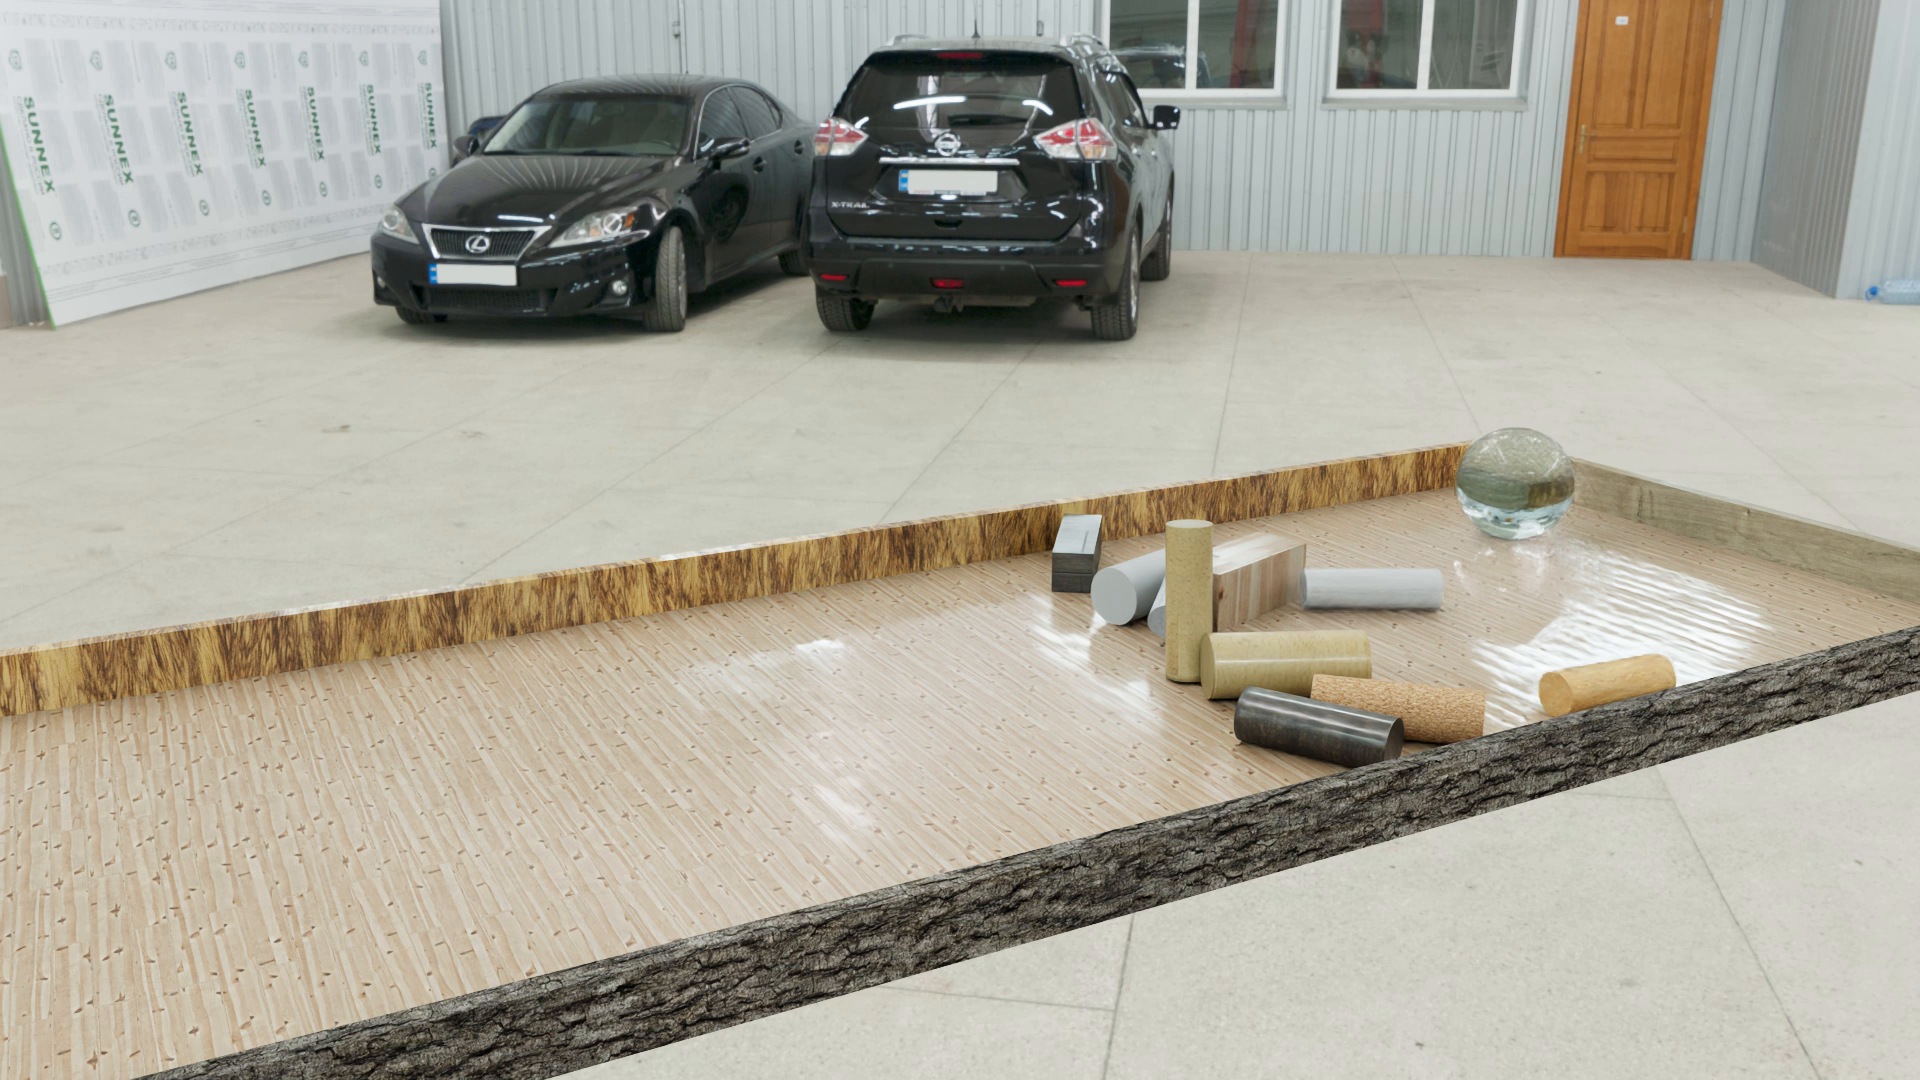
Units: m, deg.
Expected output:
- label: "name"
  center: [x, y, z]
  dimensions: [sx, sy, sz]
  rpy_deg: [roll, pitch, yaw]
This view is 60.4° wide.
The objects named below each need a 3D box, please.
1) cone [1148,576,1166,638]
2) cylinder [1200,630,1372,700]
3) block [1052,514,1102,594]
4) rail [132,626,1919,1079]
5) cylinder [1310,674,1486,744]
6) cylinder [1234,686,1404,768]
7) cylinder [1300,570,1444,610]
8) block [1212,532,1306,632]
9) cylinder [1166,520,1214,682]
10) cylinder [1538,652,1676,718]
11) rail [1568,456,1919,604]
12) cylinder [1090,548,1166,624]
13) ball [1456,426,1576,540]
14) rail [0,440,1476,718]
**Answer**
- label: "cone"
  center: [0.607, 0.082, 4.471]
  dimensions: [0.167, 0.167, 0.353]
  rpy_deg: [3, 52, 11]
- label: "cylinder"
  center: [0.793, 0.303, 4.033]
  dimensions: [0.385, 0.163, 0.163]
  rpy_deg: [-1, 16, -4]
- label: "block"
  center: [0.358, 0.037, 5.015]
  dimensions: [0.121, 0.121, 0.428]
  rpy_deg: [2, 17, 8]
- label: "rail"
  center: [-2.336, 1.006, 1.665]
  dimensions: [12.000, 0.150, 0.050]
  rpy_deg: [-9, 18, -27]
- label: "cylinder"
  center: [1.004, 0.392, 3.793]
  dimensions: [0.381, 0.130, 0.130]
  rpy_deg: [5, 17, 16]
- label: "cylinder"
  center: [0.801, 0.423, 3.689]
  dimensions: [0.350, 0.128, 0.128]
  rpy_deg: [10, 19, 32]
- label: "cylinder"
  center: [1.163, 0.140, 4.673]
  dimensions: [0.381, 0.114, 0.114]
  rpy_deg: [0, 16, 1]
- label: "block"
  center: [0.790, 0.114, 4.671]
  dimensions: [0.166, 0.166, 0.424]
  rpy_deg: [15, 22, 42]
- label: "cylinder"
  center: [0.574, 0.151, 4.130]
  dimensions: [0.118, 0.391, 0.118]
  rpy_deg: [-1, 11, 0]
- label: "cylinder"
  center: [1.558, 0.349, 3.968]
  dimensions: [0.322, 0.113, 0.113]
  rpy_deg: [-7, 18, -22]
- label: "rail"
  center: [2.466, -0.048, 5.253]
  dimensions: [0.050, 0.150, 2.100]
  rpy_deg: [-9, 18, -27]
- label: "cylinder"
  center: [0.541, 0.121, 4.653]
  dimensions: [0.162, 0.162, 0.341]
  rpy_deg: [15, 22, 42]
- label: "ball"
  center: [1.793, -0.183, 5.329]
  dimensions: [0.366, 0.366, 0.366]
  rpy_deg: [0, 16, 0]
- label: "rail"
  center: [-3.305, 0.497, 3.399]
  dimensions: [12.000, 0.150, 0.050]
  rpy_deg: [-9, 18, -27]
